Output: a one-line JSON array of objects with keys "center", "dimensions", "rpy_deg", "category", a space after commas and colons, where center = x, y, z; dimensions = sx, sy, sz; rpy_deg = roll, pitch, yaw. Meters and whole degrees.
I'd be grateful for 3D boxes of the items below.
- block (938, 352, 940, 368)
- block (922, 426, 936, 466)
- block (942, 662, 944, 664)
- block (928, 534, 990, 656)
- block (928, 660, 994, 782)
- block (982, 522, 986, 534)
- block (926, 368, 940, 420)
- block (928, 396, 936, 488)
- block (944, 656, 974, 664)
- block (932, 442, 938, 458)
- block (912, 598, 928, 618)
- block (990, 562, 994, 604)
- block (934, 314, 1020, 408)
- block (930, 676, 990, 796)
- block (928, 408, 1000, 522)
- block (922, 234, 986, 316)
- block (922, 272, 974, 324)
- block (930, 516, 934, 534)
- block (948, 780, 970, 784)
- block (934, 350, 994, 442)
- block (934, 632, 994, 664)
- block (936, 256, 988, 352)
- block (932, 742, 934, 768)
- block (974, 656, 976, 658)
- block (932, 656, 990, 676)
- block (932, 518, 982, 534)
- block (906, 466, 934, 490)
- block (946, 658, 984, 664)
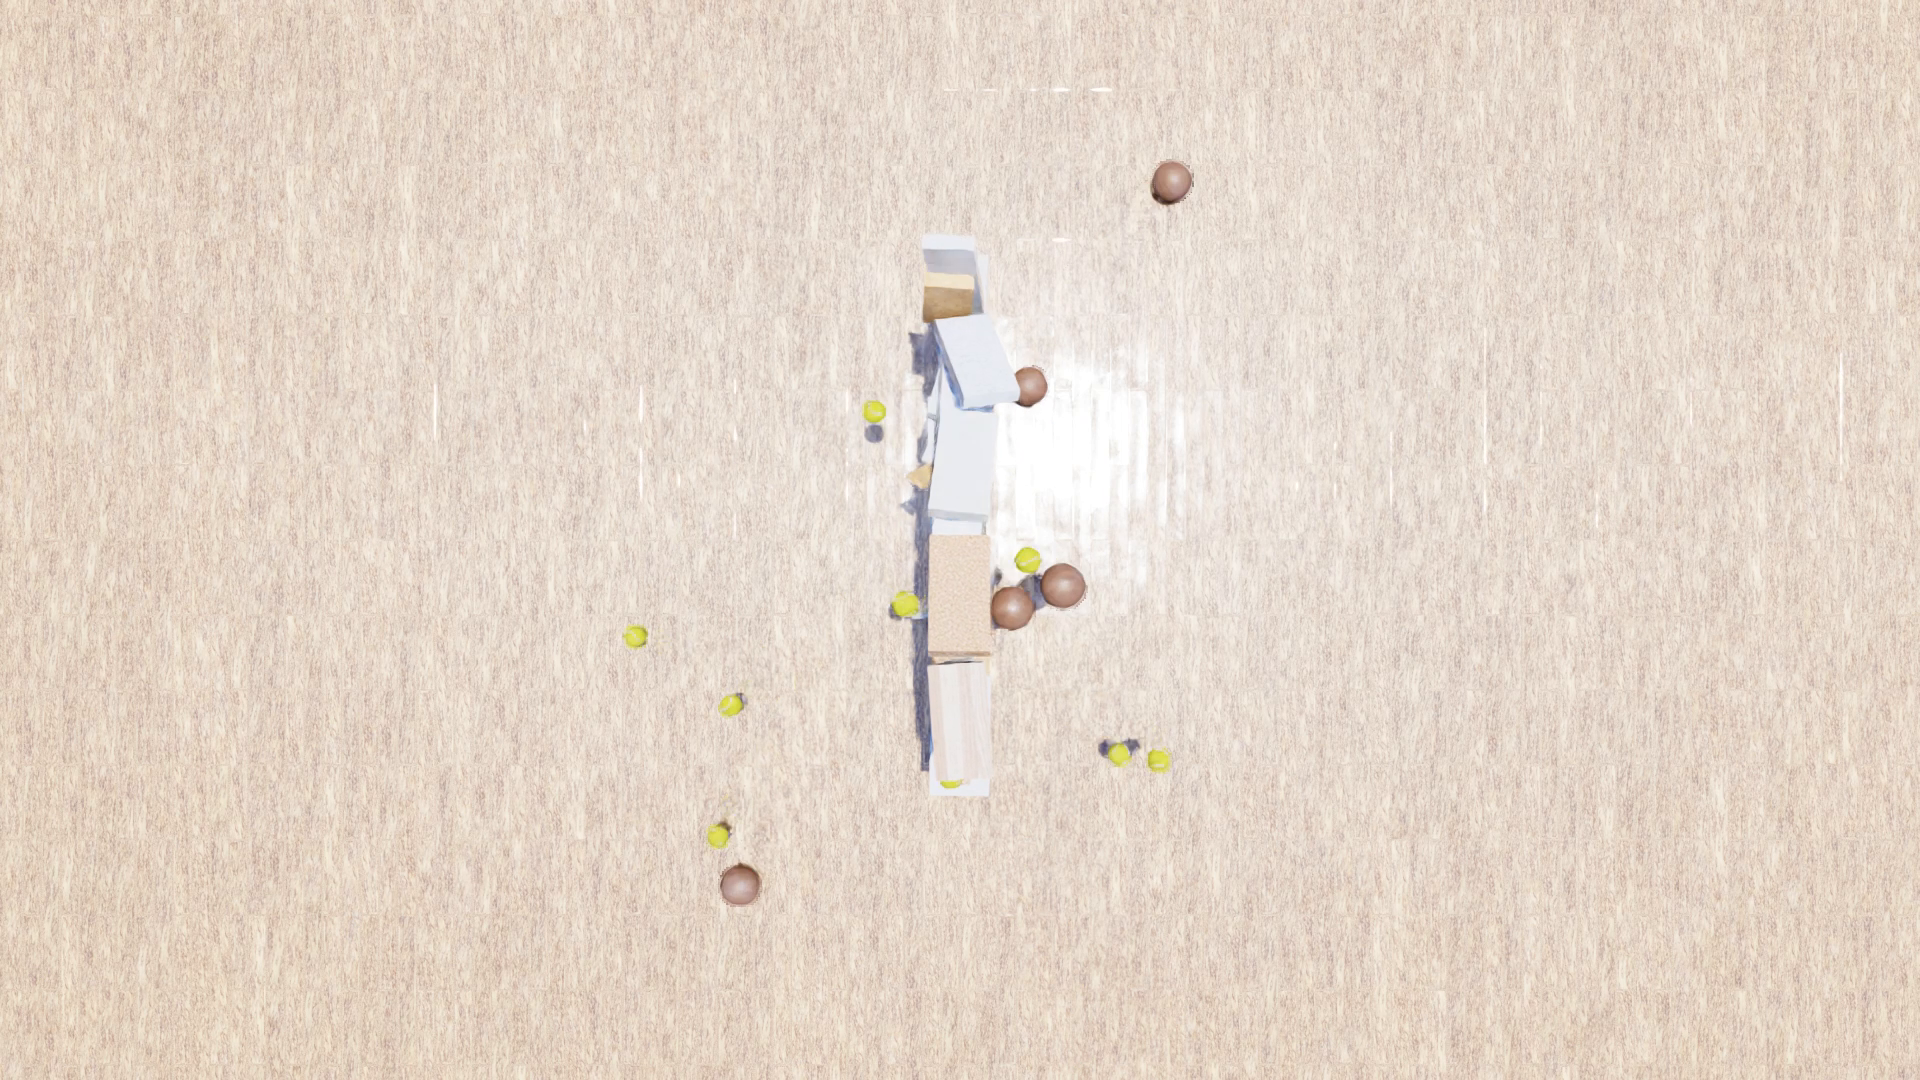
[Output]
[{"center": [-0.001, -0.547, 5.125], "dimensions": [0.140, 0.280, 0.040], "rpy_deg": [1, 67, -1], "category": "block"}, {"center": [-0.055, -0.258, 4.498], "dimensions": [0.062, 0.018, 0.124], "rpy_deg": [20, 70, 3], "category": "block"}, {"center": [-0.006, 0.283, 4.891], "dimensions": [0.094, 0.027, 0.187], "rpy_deg": [0, 90, 2], "category": "block"}, {"center": [-0.001, 0.133, 3.995], "dimensions": [0.149, 0.042, 0.297], "rpy_deg": [0, 70, 0], "category": "block"}, {"center": [0.001, 0.437, 3.988], "dimensions": [0.140, 0.040, 0.279], "rpy_deg": [-4, 91, 0], "category": "block"}, {"center": [0.008, -0.004, 4.365], "dimensions": [0.123, 0.247, 0.035], "rpy_deg": [2, 115, 0], "category": "block"}, {"center": [0.005, -0.446, 4.525], "dimensions": [0.131, 0.037, 0.262], "rpy_deg": [14, 73, 4], "category": "block"}, {"center": [-0.008, -0.240, 4.552], "dimensions": [0.156, 0.044, 0.311], "rpy_deg": [-2, 90, 0], "category": "block"}, {"center": [-0.004, 0.310, 4.297], "dimensions": [0.076, 0.022, 0.152], "rpy_deg": [-1, 91, 0], "category": "block"}, {"center": [-0.033, -0.212, 4.450], "dimensions": [0.062, 0.018, 0.124], "rpy_deg": [-7, 58, -7], "category": "block"}, {"center": [-0.082, 0.183, 4.549], "dimensions": [0.058, 0.115, 0.016], "rpy_deg": [-5, 111, 27], "category": "block"}, {"center": [0.010, 0.101, 4.236], "dimensions": [0.148, 0.385, 0.042], "rpy_deg": [9, 79, 3], "category": "block"}, {"center": [0.042, -0.471, 4.313], "dimensions": [0.149, 0.042, 0.298], "rpy_deg": [-9, 50, -13], "category": "block"}, {"center": [0.000, 0.559, 4.730], "dimensions": [0.170, 0.048, 0.340], "rpy_deg": [1, 90, 0], "category": "block"}, {"center": [0.011, -0.191, 4.185], "dimensions": [0.149, 0.042, 0.298], "rpy_deg": [6, 62, 2], "category": "block"}, {"center": [-0.013, -0.696, 4.375], "dimensions": [0.131, 0.449, 0.037], "rpy_deg": [3, 76, 5], "category": "block"}, {"center": [-0.033, -0.645, 4.431], "dimensions": [0.131, 0.262, 0.037], "rpy_deg": [4, 76, -1], "category": "block"}, {"center": [-0.008, 0.034, 4.504], "dimensions": [0.143, 0.041, 0.286], "rpy_deg": [0, 90, 0], "category": "block"}, {"center": [-0.003, 0.614, 4.572], "dimensions": [0.062, 0.018, 0.124], "rpy_deg": [-1, 90, 0], "category": "block"}, {"center": [0.018, -0.404, 4.459], "dimensions": [0.149, 0.042, 0.298], "rpy_deg": [7, 75, -13], "category": "block"}, {"center": [0.006, 0.254, 4.137], "dimensions": [0.148, 0.297, 0.042], "rpy_deg": [-18, 91, 0], "category": "block"}, {"center": [0.006, -0.660, 4.616], "dimensions": [0.136, 0.039, 0.273], "rpy_deg": [3, 97, 5], "category": "block"}, {"center": [0.002, 0.530, 4.236], "dimensions": [0.140, 0.453, 0.040], "rpy_deg": [-4, 90, 0], "category": "block"}, {"center": [0.002, 0.351, 5.000], "dimensions": [0.094, 0.187, 0.027], "rpy_deg": [0, 88, 0], "category": "block"}, {"center": [0.004, 0.356, 5.119], "dimensions": [0.178, 0.050, 0.355], "rpy_deg": [0, 90, 0], "category": "block"}, {"center": [-0.004, -0.061, 4.210], "dimensions": [0.123, 0.035, 0.247], "rpy_deg": [5, 84, 1], "category": "block"}, {"center": [-0.078, -0.177, 4.469], "dimensions": [0.062, 0.124, 0.018], "rpy_deg": [37, 131, 30], "category": "block"}, {"center": [-0.006, 0.331, 4.147], "dimensions": [0.140, 0.279, 0.040], "rpy_deg": [-9, 88, 0], "category": "block"}]
